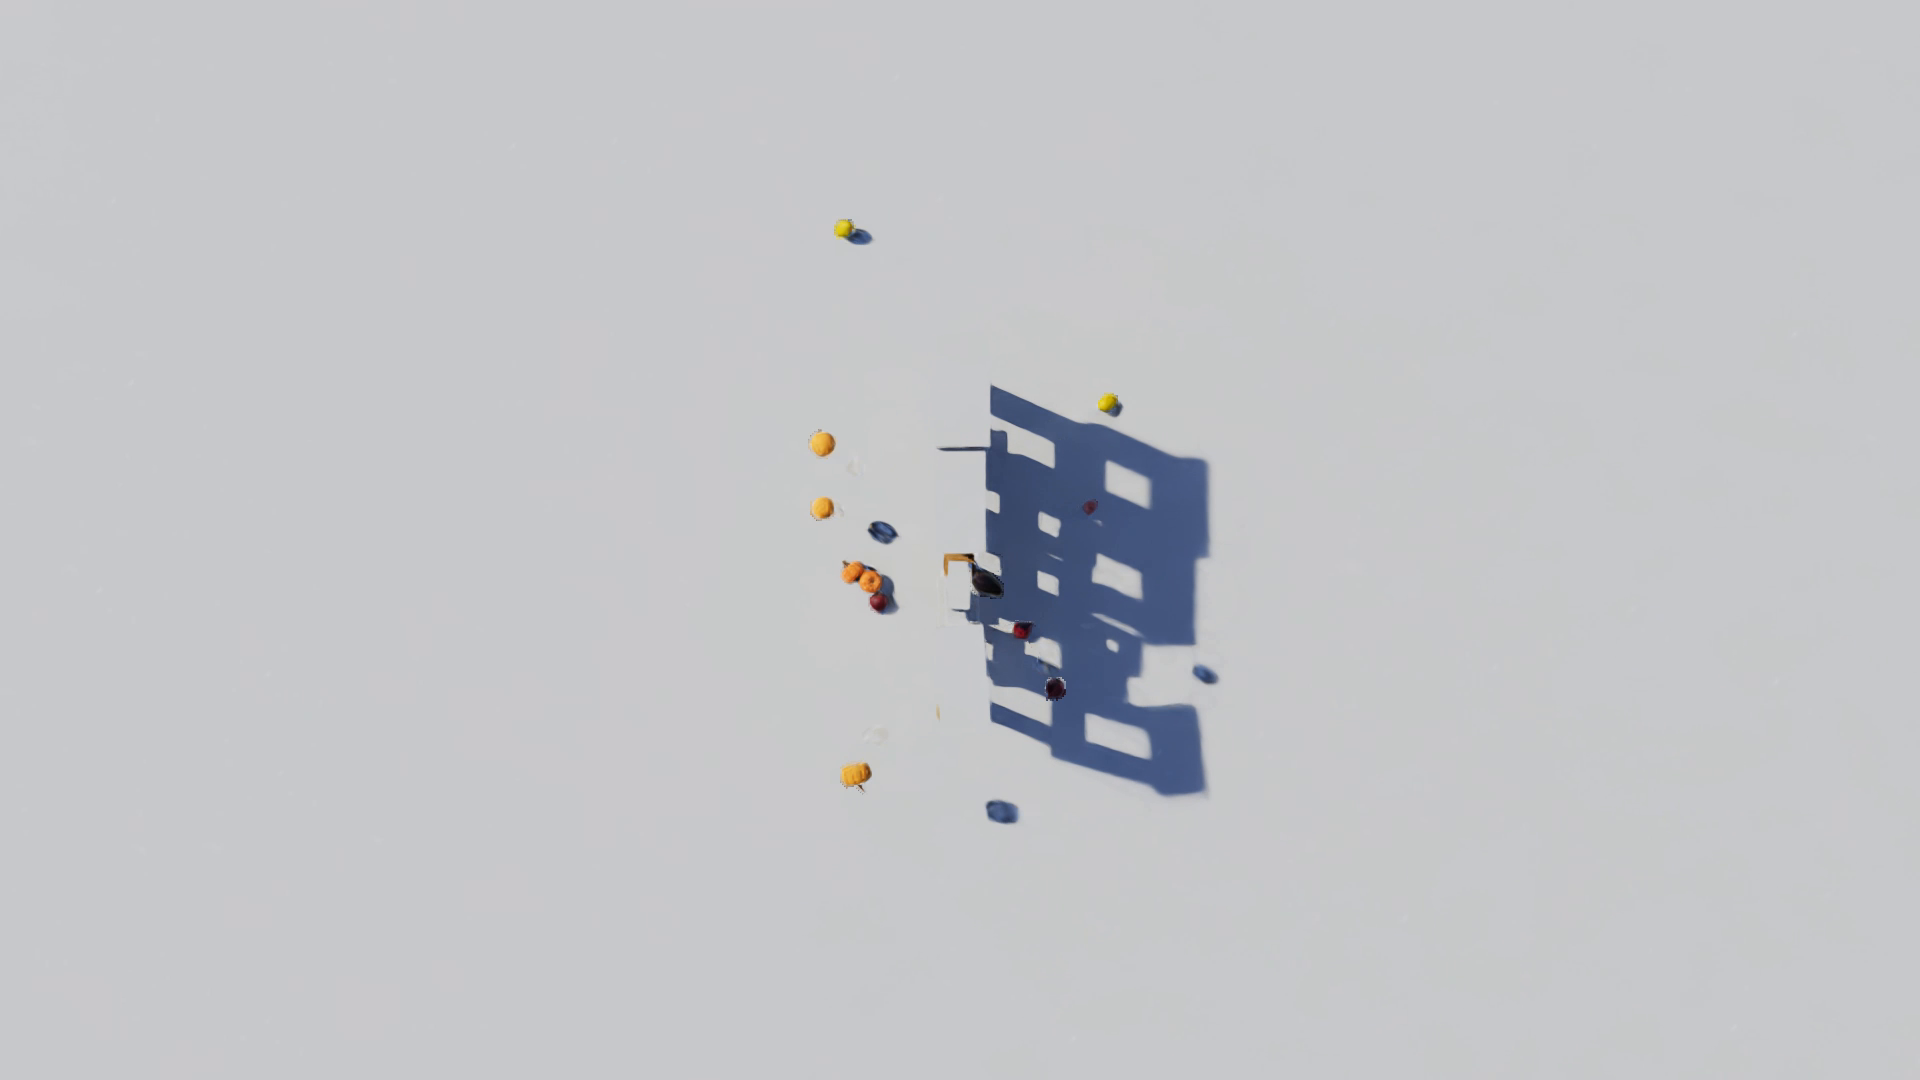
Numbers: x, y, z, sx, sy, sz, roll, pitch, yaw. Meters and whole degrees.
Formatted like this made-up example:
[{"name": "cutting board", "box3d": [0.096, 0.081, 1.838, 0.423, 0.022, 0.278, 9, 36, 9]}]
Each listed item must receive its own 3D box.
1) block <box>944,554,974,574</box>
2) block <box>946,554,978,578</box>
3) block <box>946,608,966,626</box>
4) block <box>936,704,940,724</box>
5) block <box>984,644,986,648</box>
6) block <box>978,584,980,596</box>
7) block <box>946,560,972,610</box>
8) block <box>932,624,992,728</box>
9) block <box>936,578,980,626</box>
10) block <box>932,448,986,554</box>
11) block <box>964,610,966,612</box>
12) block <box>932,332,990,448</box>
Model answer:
[{"name": "block", "box3d": [-0.002, 0.012, 5.068, 0.094, 0.027, 0.188, 0, 90, 0]}, {"name": "block", "box3d": [0.005, 0.034, 5.284, 0.101, 0.029, 0.202, -1, 90, 0]}, {"name": "block", "box3d": [-0.010, 0.241, 4.901, 0.053, 0.015, 0.106, -3, 90, 0]}, {"name": "block", "box3d": [0.004, 0.515, 4.907, 0.144, 0.364, 0.041, -3, 82, -1]}, {"name": "block", "box3d": [0.001, 0.335, 4.869, 0.144, 0.288, 0.041, 3, 83, 0]}, {"name": "block", "box3d": [-0.003, 0.155, 5.218, 0.127, 0.335, 0.036, -1, 90, 0]}, {"name": "block", "box3d": [-0.003, 0.133, 4.864, 0.070, 0.020, 0.140, 4, 90, 0]}, {"name": "block", "box3d": [0.005, 0.387, 4.703, 0.144, 0.041, 0.288, -5, 90, 0]}, {"name": "block", "box3d": [-0.005, 0.241, 5.033, 0.127, 0.036, 0.254, -1, 90, 0]}, {"name": "block", "box3d": [-0.002, -0.112, 4.722, 0.151, 0.043, 0.302, 0, 90, 0]}, {"name": "block", "box3d": [-0.008, 0.210, 4.962, 0.053, 0.106, 0.015, 0, 90, 0]}, {"name": "block", "box3d": [0.004, -0.427, 4.690, 0.162, 0.046, 0.324, 0, 90, 0]}]
